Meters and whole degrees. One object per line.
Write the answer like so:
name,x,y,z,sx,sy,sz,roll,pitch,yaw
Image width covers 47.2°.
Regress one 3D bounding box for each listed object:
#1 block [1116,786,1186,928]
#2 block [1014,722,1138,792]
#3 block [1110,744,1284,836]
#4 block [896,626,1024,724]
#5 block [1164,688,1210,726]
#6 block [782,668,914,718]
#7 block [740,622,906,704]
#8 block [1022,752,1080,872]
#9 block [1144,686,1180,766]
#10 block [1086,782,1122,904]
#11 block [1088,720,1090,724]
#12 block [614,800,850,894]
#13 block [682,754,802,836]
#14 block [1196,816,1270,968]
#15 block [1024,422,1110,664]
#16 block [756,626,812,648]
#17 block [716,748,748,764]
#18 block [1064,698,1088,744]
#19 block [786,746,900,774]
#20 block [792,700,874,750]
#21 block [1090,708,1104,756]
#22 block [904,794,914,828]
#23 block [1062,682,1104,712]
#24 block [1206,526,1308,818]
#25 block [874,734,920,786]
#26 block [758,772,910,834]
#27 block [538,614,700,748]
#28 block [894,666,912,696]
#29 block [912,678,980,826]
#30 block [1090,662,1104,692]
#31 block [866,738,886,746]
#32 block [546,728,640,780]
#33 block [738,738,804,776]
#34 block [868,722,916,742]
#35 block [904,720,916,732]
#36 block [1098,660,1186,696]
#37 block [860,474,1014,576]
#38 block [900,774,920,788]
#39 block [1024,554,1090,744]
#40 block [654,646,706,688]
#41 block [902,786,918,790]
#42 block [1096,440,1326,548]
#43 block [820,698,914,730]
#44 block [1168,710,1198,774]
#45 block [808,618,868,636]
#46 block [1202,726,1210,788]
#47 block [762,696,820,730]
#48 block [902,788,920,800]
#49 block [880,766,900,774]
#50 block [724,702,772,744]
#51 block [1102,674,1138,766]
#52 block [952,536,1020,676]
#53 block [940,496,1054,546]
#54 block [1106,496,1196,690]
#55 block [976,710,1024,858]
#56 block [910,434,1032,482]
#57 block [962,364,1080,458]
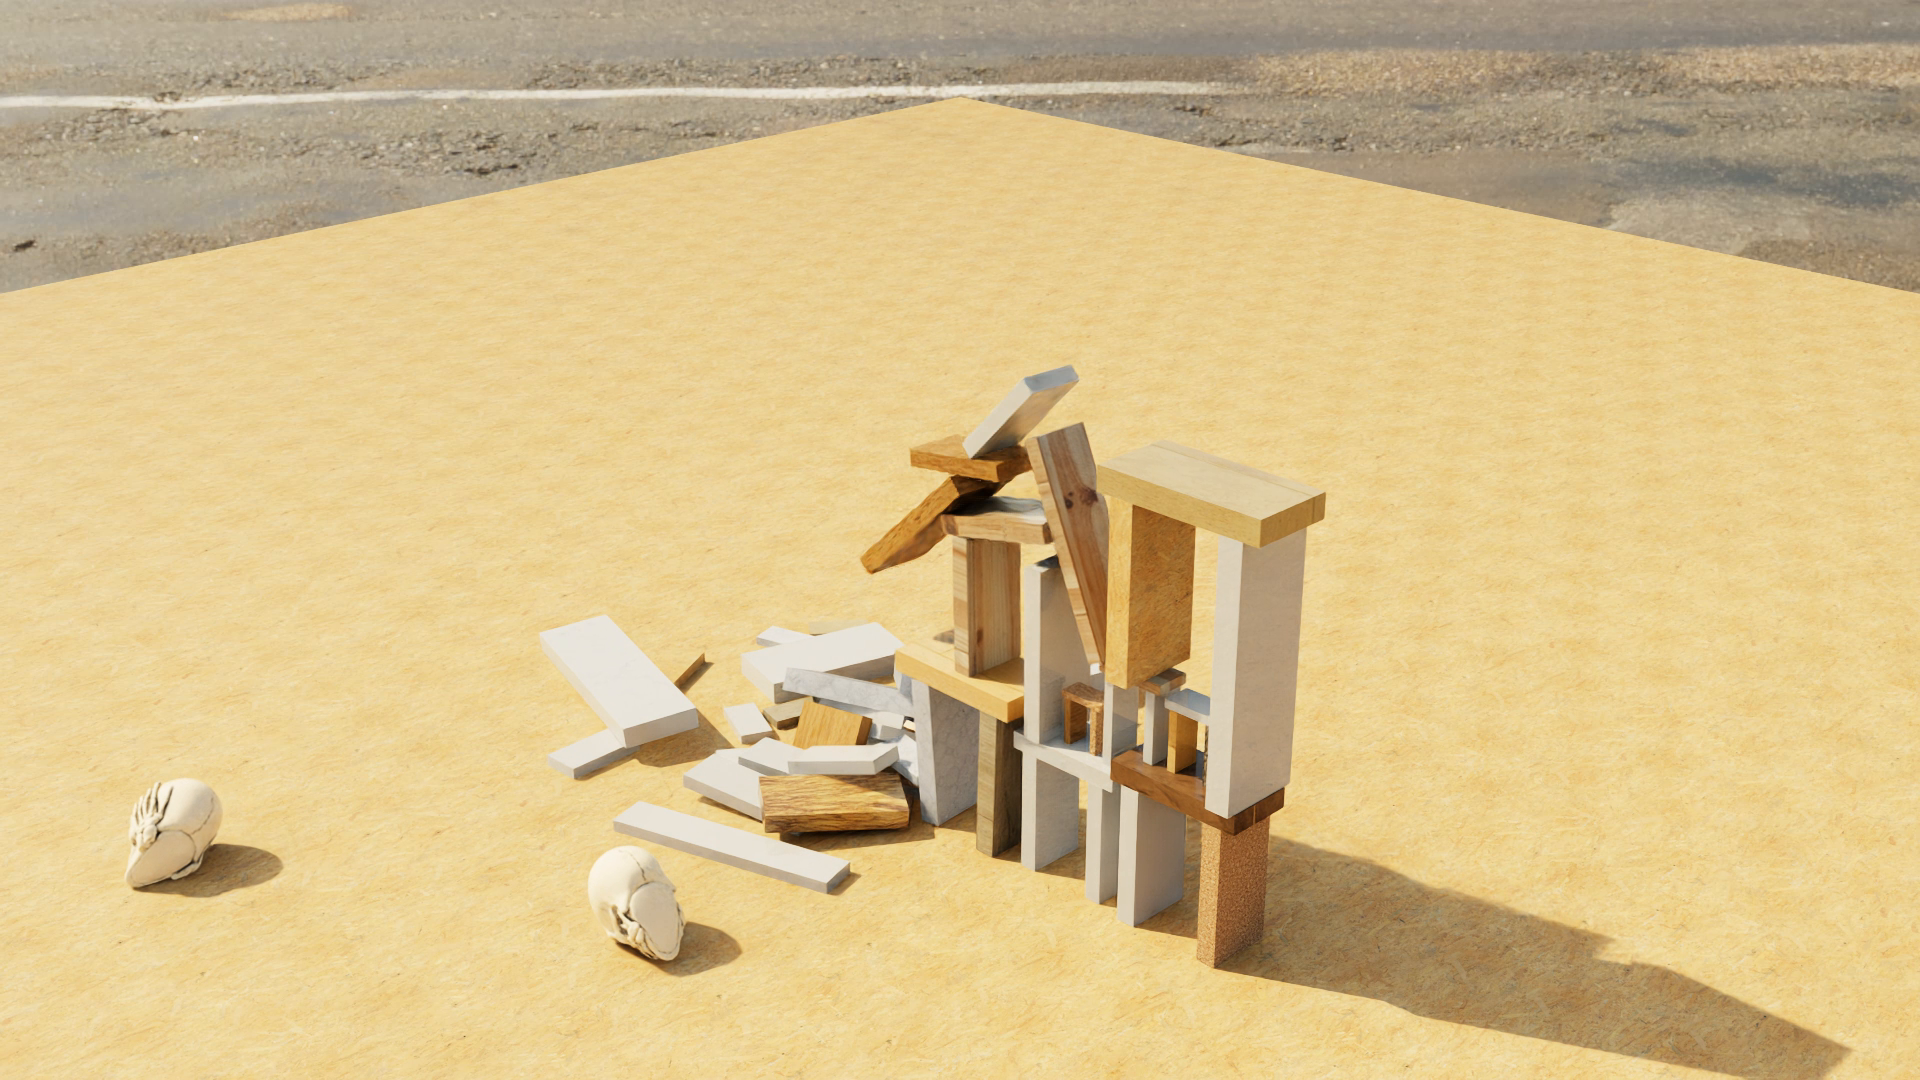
block,0.357,0.561,4.074,0.143,0.285,0.040,-21,31,-41
block,0.234,0.396,4.144,0.249,0.035,0.125,21,31,41
block,0.424,0.437,3.948,0.285,0.040,0.143,21,31,41
block,0.036,0.259,4.291,0.156,0.044,0.311,-21,31,-40
block,0.429,0.298,3.889,0.122,0.017,0.061,21,31,41
block,-0.105,0.353,4.744,0.528,0.049,0.175,10,-3,18
block,-0.305,0.279,5.040,0.349,0.049,0.175,-13,26,-27
block,0.176,0.504,4.253,0.035,0.249,0.125,21,31,41
block,0.365,0.327,3.970,0.072,0.145,0.021,-21,31,-40
block,0.293,0.550,4.145,0.035,0.249,0.125,21,31,41
block,0.200,0.372,4.832,0.285,0.040,0.143,14,27,30
block,-0.451,0.600,4.314,0.497,0.025,0.089,12,26,26
block,-0.417,0.517,4.470,0.291,0.029,0.102,19,30,27
block,0.491,0.613,3.950,0.143,0.285,0.040,-21,31,-41
block,0.228,0.005,3.986,0.119,0.422,0.034,-20,7,-38
block,-0.401,0.238,5.173,0.140,0.020,0.070,12,26,27
block,-0.473,0.480,4.605,0.070,0.020,0.140,-3,23,-7
block,0.218,0.332,4.128,0.013,0.094,0.047,21,31,41
block,-0.238,0.448,4.480,0.204,0.029,0.102,-3,11,28
block,-0.269,0.405,4.623,0.029,0.102,0.204,19,-6,-40
block,0.262,0.350,4.087,0.013,0.095,0.047,21,31,41
block,-0.125,0.548,4.451,0.053,0.015,0.105,2,23,4
block,0.240,0.291,4.086,0.047,0.013,0.094,-21,31,-41
block,0.506,0.212,3.765,0.050,0.518,0.176,21,31,41
block,-0.100,0.450,4.505,0.077,0.022,0.155,-16,30,-32
block,-0.255,0.525,4.403,0.285,0.040,0.143,-1,27,-11
block,-0.770,0.308,4.918,0.165,0.047,0.605,-16,24,-23
block,-0.049,0.304,4.788,0.175,0.049,0.349,10,2,-4
block,-0.019,0.400,4.417,0.044,0.311,0.156,13,26,39
block,0.274,0.290,4.948,0.165,0.047,0.330,18,20,40
block,-0.200,0.441,4.626,0.077,0.022,0.155,-15,11,-33
block,-0.777,0.451,4.667,0.089,0.025,0.177,20,30,39
block,-0.342,0.474,4.576,0.216,0.031,0.108,16,24,23
block,-0.198,0.401,4.656,0.108,0.031,0.216,19,-8,-42
block,-0.074,0.420,4.655,0.053,0.105,0.015,18,68,36
block,0.329,0.238,3.969,0.072,0.021,0.145,-21,31,-40
block,-0.048,-0.042,4.282,0.143,0.040,0.364,-19,-13,-39
block,-0.093,0.488,4.501,0.099,0.014,0.050,2,18,44
block,0.184,0.198,4.116,0.140,0.351,0.040,-21,30,-40
block,-0.660,0.297,5.028,0.089,0.025,0.177,7,24,16
block,-0.109,0.495,4.544,0.050,0.014,0.099,-22,17,-40
block,0.423,-0.082,3.730,0.353,0.050,0.176,21,31,41
block,-0.187,0.380,4.743,0.216,0.031,0.108,10,-6,30
block,0.400,0.351,3.943,0.017,0.122,0.061,21,31,41
block,-0.288,0.215,5.229,0.140,0.020,0.070,-2,23,-6
block,0.458,0.374,3.889,0.017,0.122,0.061,21,31,41
block,-0.356,0.378,4.844,0.140,0.020,0.070,-13,26,-28
block,-0.065,0.521,4.515,0.099,0.014,0.050,20,30,39
block,-0.169,0.466,4.578,0.077,0.022,0.155,-15,11,-31
block,-0.463,0.399,4.795,0.070,0.020,0.140,-9,24,-20
block,0.296,0.319,4.041,0.072,0.186,0.021,-21,31,-40
block,0.052,0.109,4.228,0.140,0.280,0.040,-20,28,-39
block,0.110,-0.038,4.105,0.140,0.040,0.280,-20,17,-38
block,0.338,0.071,3.885,0.050,0.353,0.176,21,31,41
block,0.105,0.451,4.297,0.044,0.311,0.156,23,32,40
block,0.030,-0.155,4.144,0.119,0.034,0.238,-20,22,-39
block,0.110,-0.233,4.015,0.119,0.238,0.034,-19,73,-37
